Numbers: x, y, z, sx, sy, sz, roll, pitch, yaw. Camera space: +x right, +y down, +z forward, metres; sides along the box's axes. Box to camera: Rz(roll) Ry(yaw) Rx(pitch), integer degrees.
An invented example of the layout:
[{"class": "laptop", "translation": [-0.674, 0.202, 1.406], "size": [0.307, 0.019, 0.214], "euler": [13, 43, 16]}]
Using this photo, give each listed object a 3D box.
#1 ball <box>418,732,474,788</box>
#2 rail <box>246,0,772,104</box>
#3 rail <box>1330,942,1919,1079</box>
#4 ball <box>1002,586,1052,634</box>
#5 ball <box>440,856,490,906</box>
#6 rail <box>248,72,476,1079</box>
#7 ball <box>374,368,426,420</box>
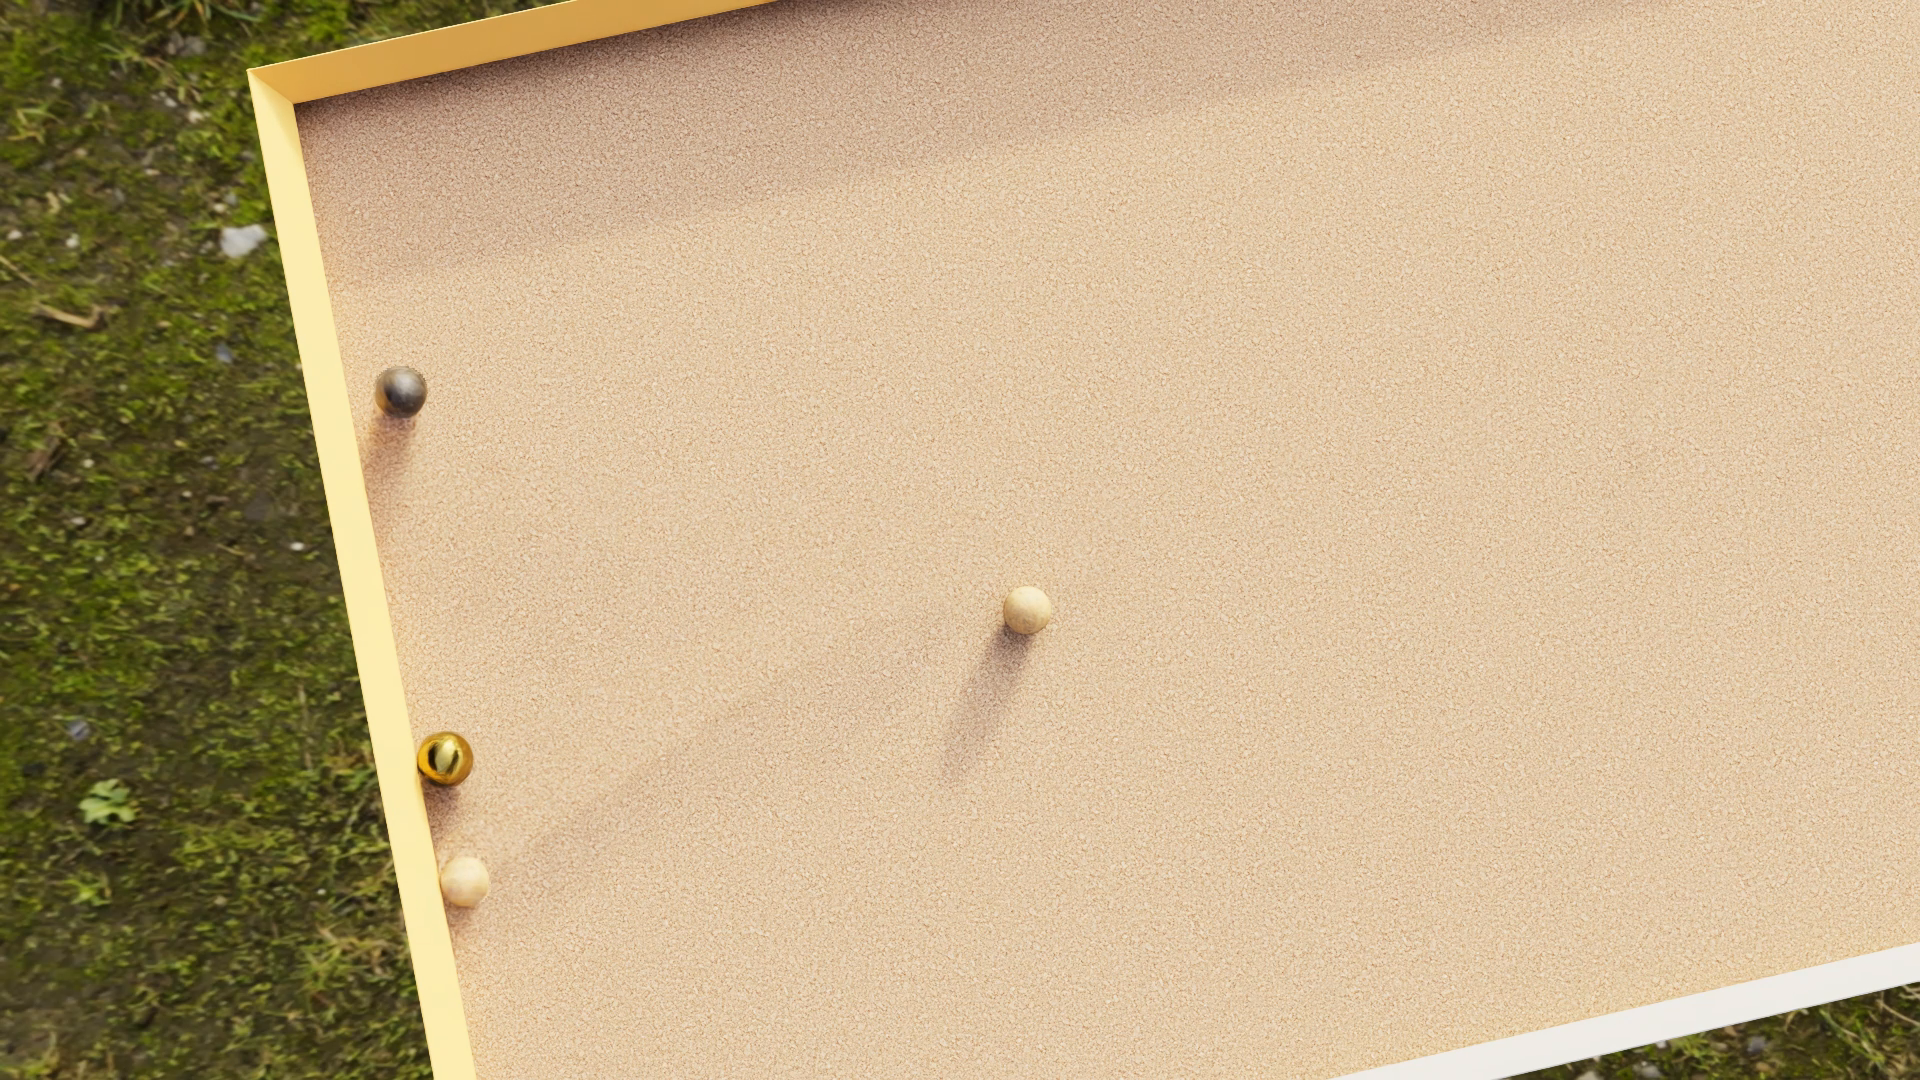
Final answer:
[{"class": "ball", "translation": [-0.752, 0.322, 3.216], "size": [0.081, 0.081, 0.081], "euler": [0, 82, 0]}, {"class": "rail", "translation": [0.671, -1.063, 3.406], "size": [3.562, 0.105, 0.045], "euler": [-13, 82, -2]}, {"class": "rail", "translation": [1.066, 0.672, 3.151], "size": [3.562, 0.105, 0.045], "euler": [-13, 82, -2]}, {"class": "ball", "translation": [0.099, 0.104, 3.252], "size": [0.072, 0.072, 0.072], "euler": [0, 82, 0]}, {"class": "ball", "translation": [-0.719, 0.496, 3.195], "size": [0.071, 0.071, 0.071], "euler": [0, 82, 0]}, {"class": "rail", "translation": [-0.846, 0.186, 3.223], "size": [0.045, 0.105, 1.845], "euler": [-13, 82, -2]}, {"class": "ball", "translation": [-0.839, -0.220, 3.298], "size": [0.076, 0.076, 0.076], "euler": [0, 82, 0]}]
